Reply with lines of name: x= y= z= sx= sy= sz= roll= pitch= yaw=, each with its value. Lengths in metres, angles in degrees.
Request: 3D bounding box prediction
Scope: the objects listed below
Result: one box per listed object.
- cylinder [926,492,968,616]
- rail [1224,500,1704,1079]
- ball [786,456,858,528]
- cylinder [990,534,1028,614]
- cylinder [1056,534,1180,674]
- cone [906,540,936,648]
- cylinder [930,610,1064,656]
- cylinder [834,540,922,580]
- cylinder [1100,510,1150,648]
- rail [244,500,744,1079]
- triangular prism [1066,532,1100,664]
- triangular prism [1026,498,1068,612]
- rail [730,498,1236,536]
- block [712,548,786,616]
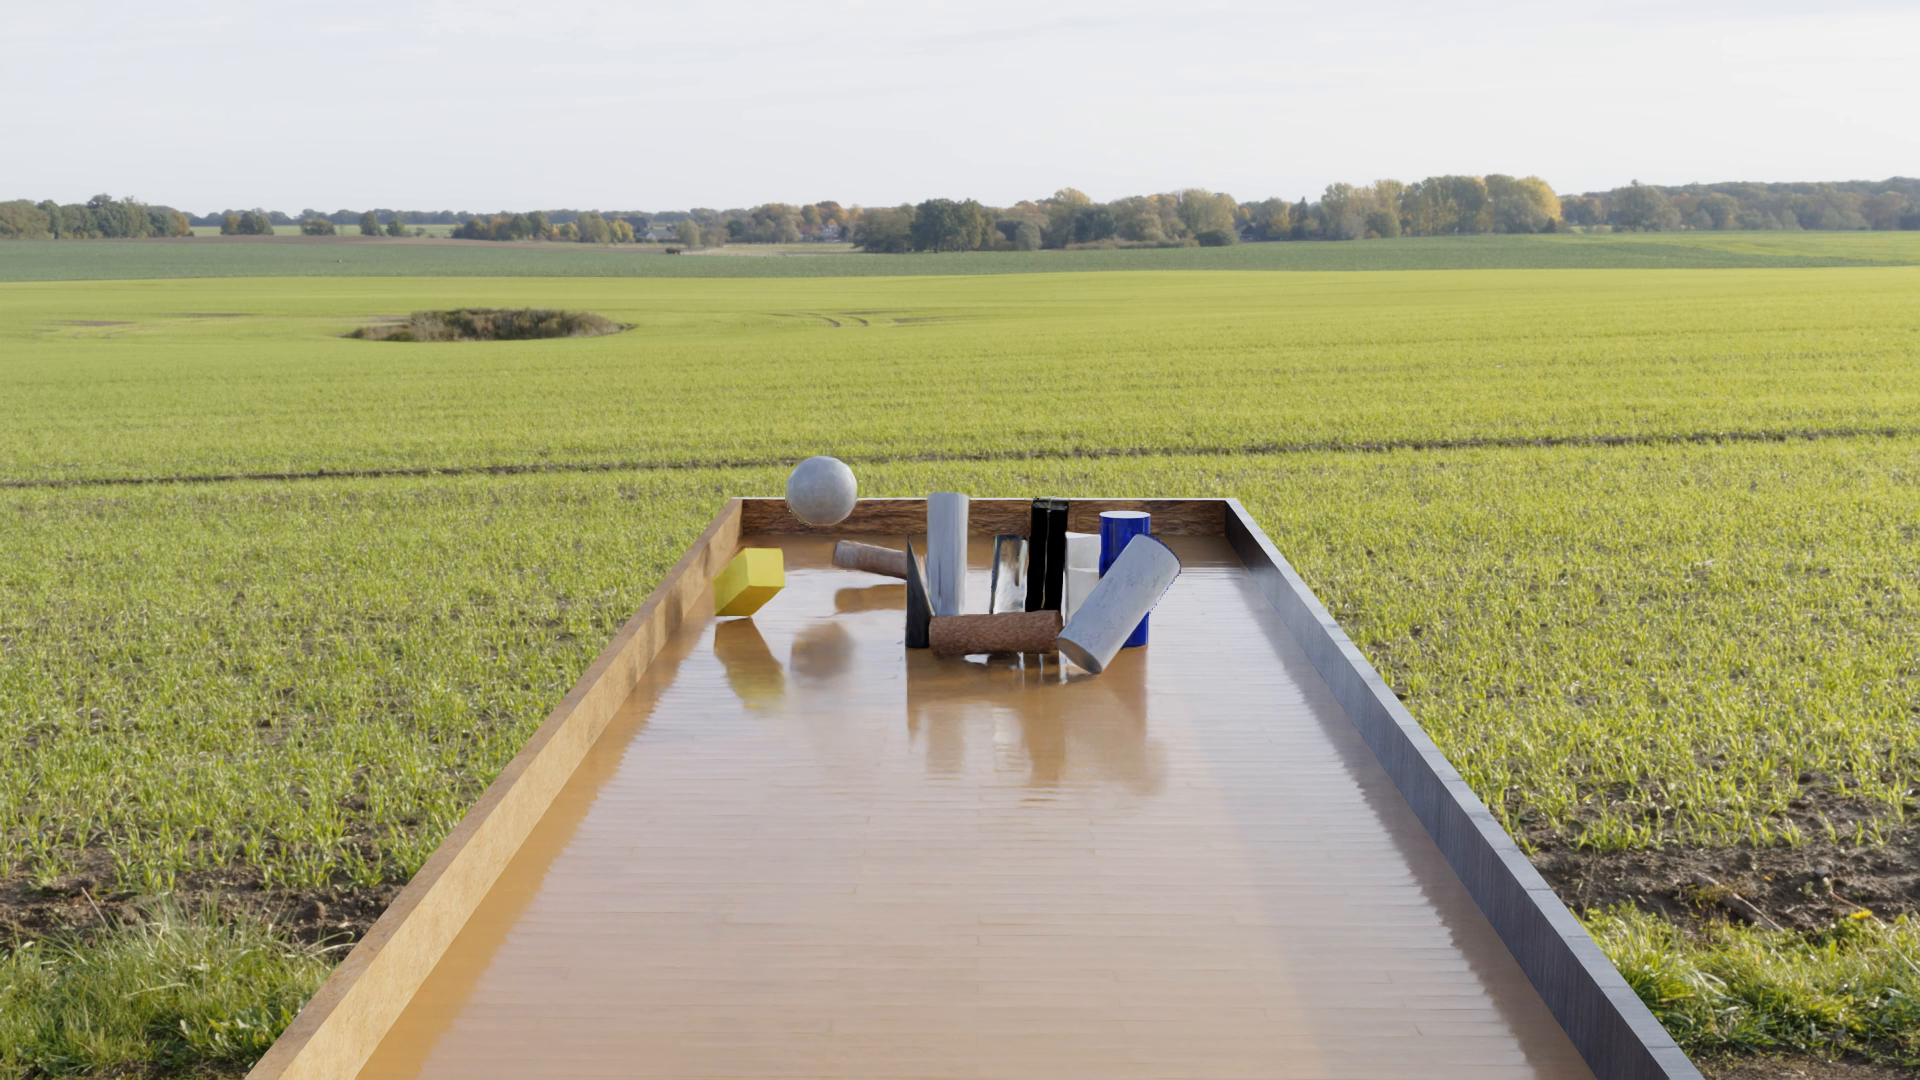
cylinder: x=-0.044 y=0.075 z=7.075 sx=0.132 sy=0.440 sz=0.132 roll=2 pitch=-12 yaw=0
rail: x=1.046 y=0.843 z=3.208 sx=0.050 sy=0.150 sz=12.000 roll=0 pitch=9 yaw=1
ball: x=-0.511 y=-0.180 z=8.163 sx=0.264 sy=0.264 sz=0.264 roll=0 pitch=9 yaw=0
cylinder: x=0.147 y=0.163 z=6.827 sx=0.103 sy=0.349 sz=0.103 roll=4 pitch=-12 yaw=1
cylinder: x=0.468 y=0.191 z=6.529 sx=0.169 sy=0.169 sz=0.405 roll=12 pitch=58 yaw=52
cone: x=-0.137 y=0.152 z=6.867 sx=0.122 sy=0.352 sz=0.122 roll=-8 pitch=16 yaw=2
cylinder: x=0.112 y=0.284 z=6.687 sx=0.393 sy=0.123 sz=0.123 roll=-4 pitch=8 yaw=17
cylinder: x=-0.302 y=0.076 z=8.077 sx=0.314 sy=0.100 sz=0.100 roll=10 pitch=11 yaw=14
cylinder: x=0.517 y=0.123 z=6.925 sx=0.160 sy=0.410 sz=0.160 roll=0 pitch=9 yaw=0
rail: x=-1.004 y=0.839 z=3.234 sx=0.050 sy=0.150 sz=12.000 roll=0 pitch=9 yaw=1
triangular prism: x=0.348 y=0.173 z=6.685 sx=0.117 sy=0.385 sz=0.102 roll=-5 pitch=10 yaw=-28
triangular prism: x=0.255 y=0.096 z=6.930 sx=0.118 sy=0.457 sz=0.102 roll=2 pitch=5 yaw=-17
rail: x=0.099 y=-0.098 z=9.147 sx=2.100 sy=0.150 sz=0.050 roll=0 pitch=9 yaw=1
block: x=-0.699 y=0.141 z=7.248 sx=0.127 sy=0.127 sz=0.318 roll=2 pitch=-21 yaw=-27
